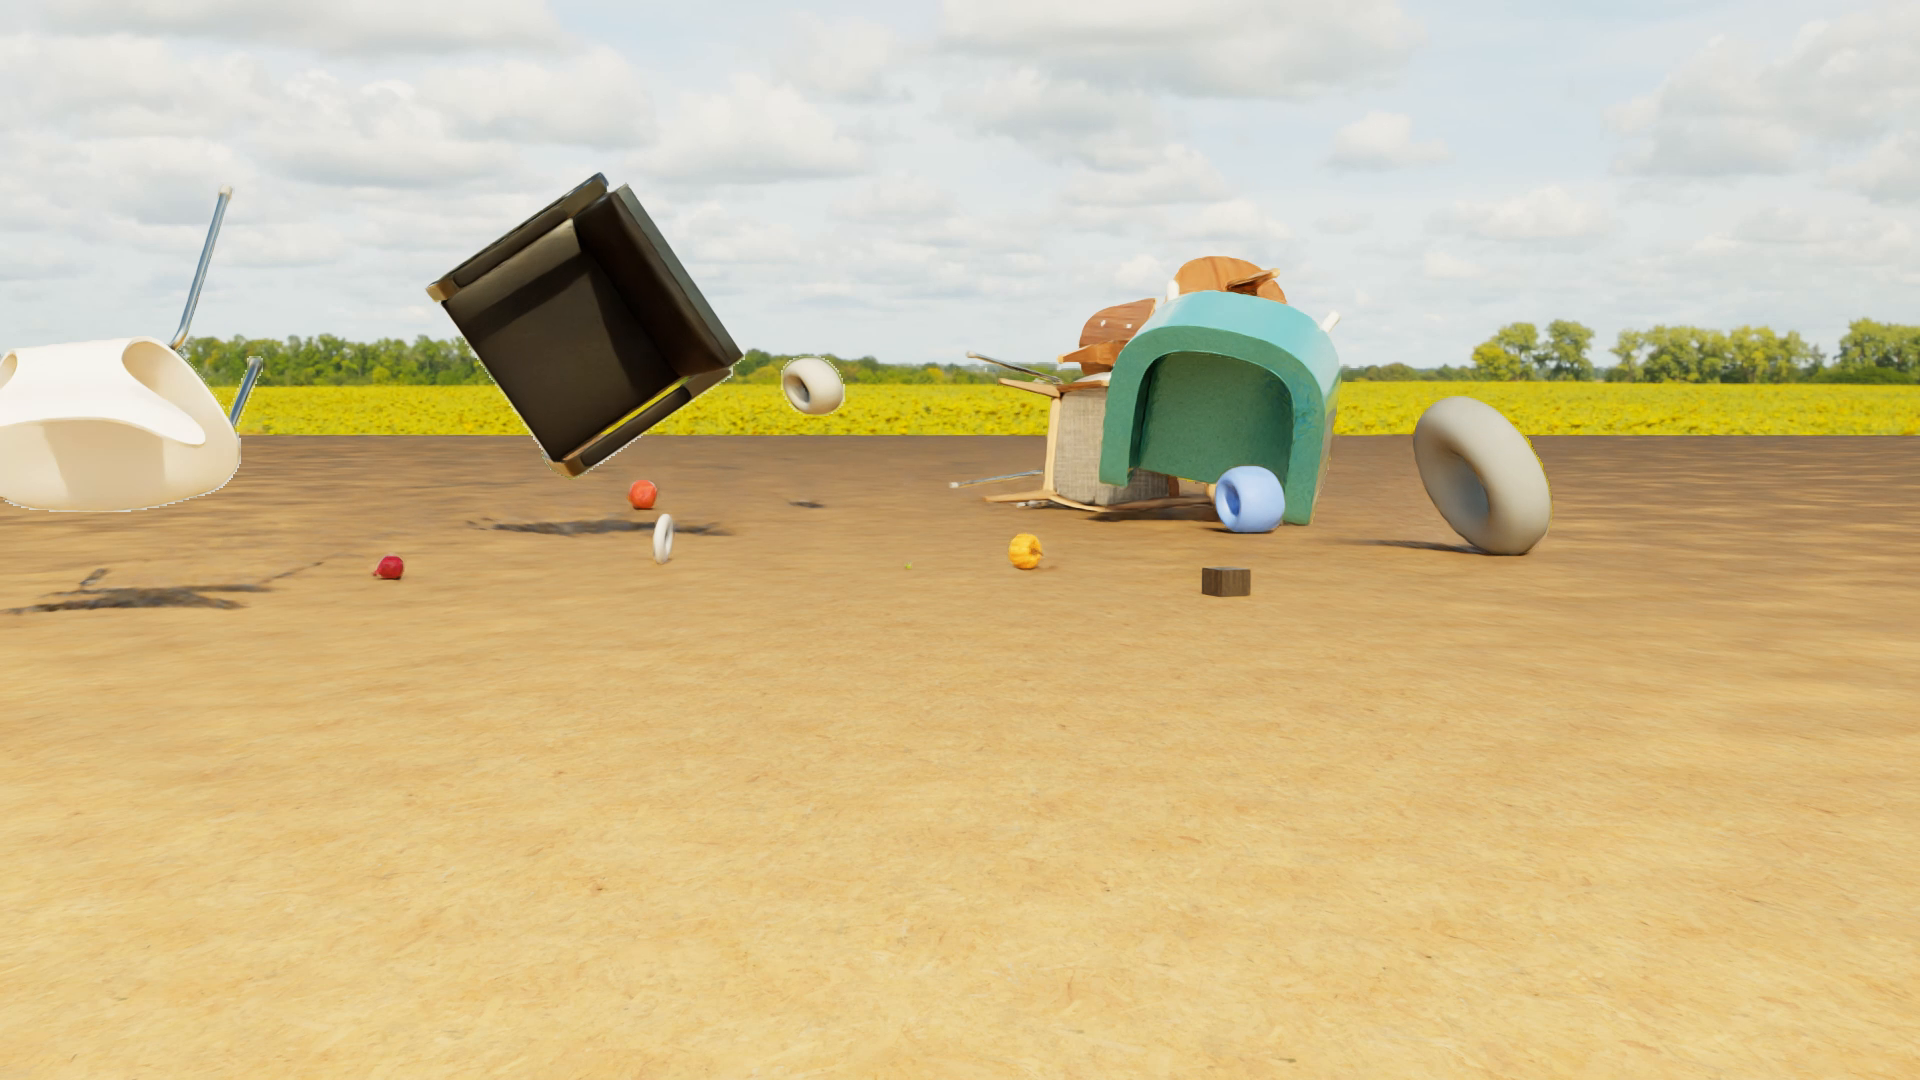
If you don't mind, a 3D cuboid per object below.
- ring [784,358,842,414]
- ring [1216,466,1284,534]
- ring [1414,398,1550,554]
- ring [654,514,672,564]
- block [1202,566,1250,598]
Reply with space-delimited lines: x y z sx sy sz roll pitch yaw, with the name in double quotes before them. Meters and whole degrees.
"ring" -0.536 -0.559 7.995 0.130 0.201 0.281 -20 30 -30
"ring" 0.903 -0.125 6.858 0.161 0.221 0.198 -5 -24 -27
"ring" 1.414 -0.174 5.967 0.165 0.484 0.405 -25 -28 -18
"ring" -0.763 -0.002 5.655 0.028 0.120 0.149 3 40 5
"block" 0.580 0.091 4.795 0.075 0.058 0.079 -2 4 -26
